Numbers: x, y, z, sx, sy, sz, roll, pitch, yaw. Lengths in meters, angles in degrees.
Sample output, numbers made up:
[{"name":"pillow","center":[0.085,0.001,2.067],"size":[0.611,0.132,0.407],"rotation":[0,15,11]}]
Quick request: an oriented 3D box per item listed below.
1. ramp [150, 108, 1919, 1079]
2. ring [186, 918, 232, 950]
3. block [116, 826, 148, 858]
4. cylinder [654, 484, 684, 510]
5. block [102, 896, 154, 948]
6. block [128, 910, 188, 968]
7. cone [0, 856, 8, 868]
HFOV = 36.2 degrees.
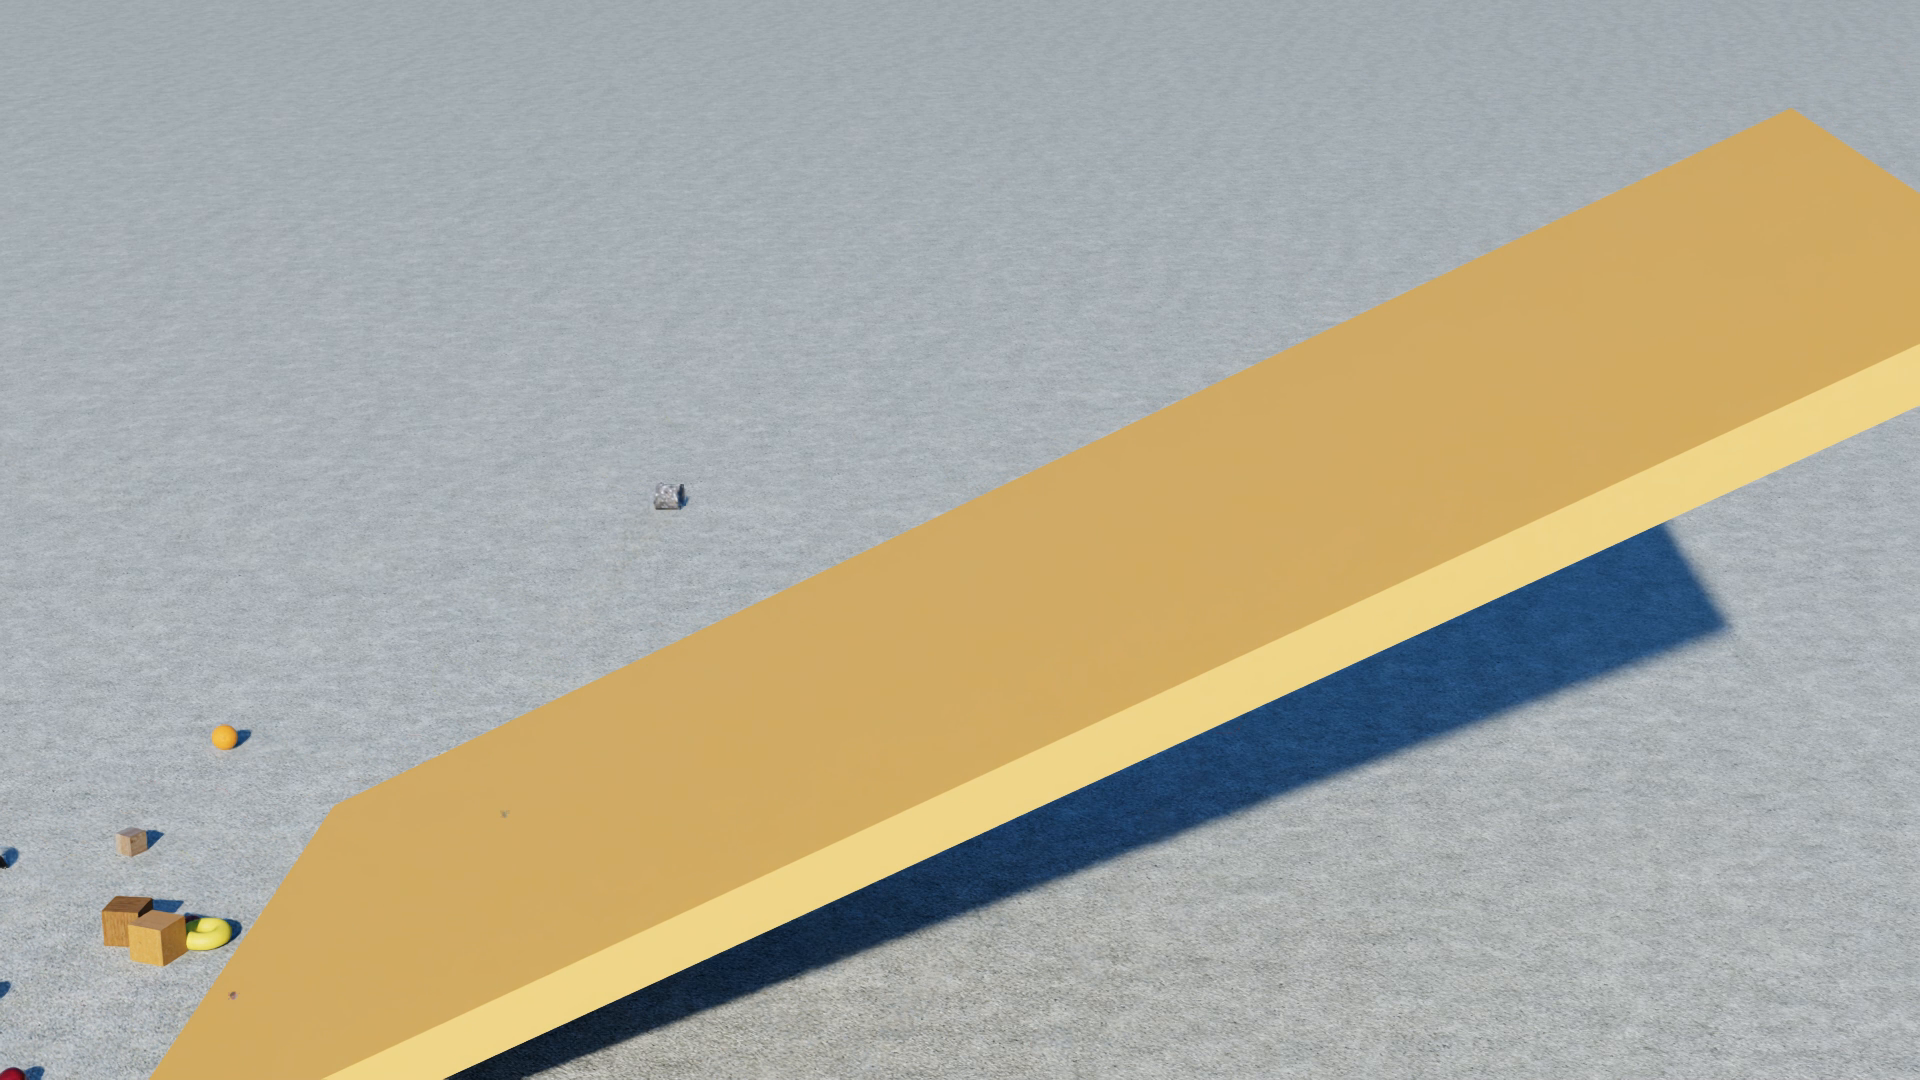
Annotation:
[{"name":"ramp","center":[0.139,0.168,6.281],"size":[4.000,0.100,2.000],"rotation":[-25,14,10]},{"name":"ring","center":[-1.791,0.935,6.977],"size":[0.127,0.042,0.127],"rotation":[-1,17,0]},{"name":"block","center":[-2.114,0.770,7.503],"size":[0.054,0.054,0.054],"rotation":[10,20,31]},{"name":"cylinder","center":[-1.040,-0.153,10.506],"size":[0.087,0.087,0.087],"rotation":[2,17,8]},{"name":"block","center":[-1.975,0.907,6.986],"size":[0.090,0.090,0.090],"rotation":[2,17,6]},{"name":"block","center":[-1.880,0.933,6.894],"size":[0.092,0.092,0.092],"rotation":[7,18,21]},{"name":"cone","center":[-2.444,0.816,7.387],"size":[0.071,0.071,0.071],"rotation":[-43,38,-25]}]
